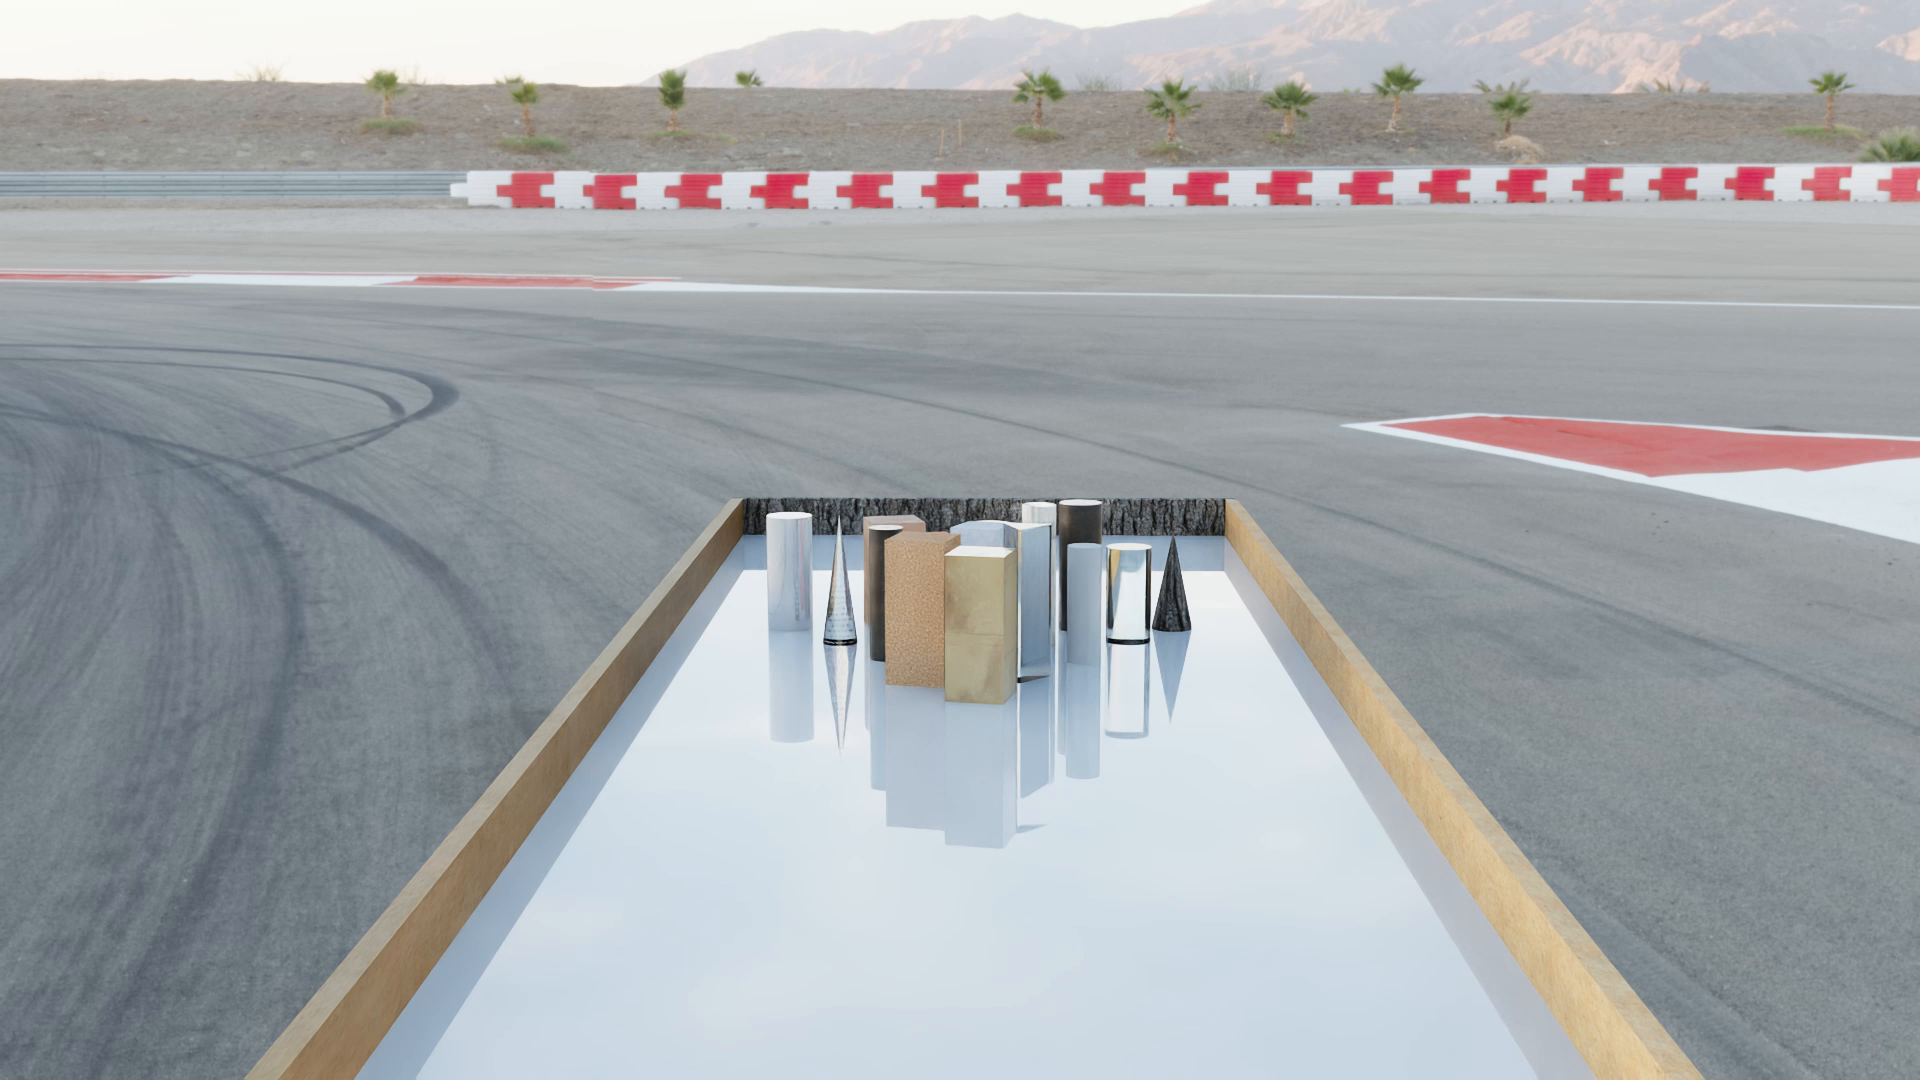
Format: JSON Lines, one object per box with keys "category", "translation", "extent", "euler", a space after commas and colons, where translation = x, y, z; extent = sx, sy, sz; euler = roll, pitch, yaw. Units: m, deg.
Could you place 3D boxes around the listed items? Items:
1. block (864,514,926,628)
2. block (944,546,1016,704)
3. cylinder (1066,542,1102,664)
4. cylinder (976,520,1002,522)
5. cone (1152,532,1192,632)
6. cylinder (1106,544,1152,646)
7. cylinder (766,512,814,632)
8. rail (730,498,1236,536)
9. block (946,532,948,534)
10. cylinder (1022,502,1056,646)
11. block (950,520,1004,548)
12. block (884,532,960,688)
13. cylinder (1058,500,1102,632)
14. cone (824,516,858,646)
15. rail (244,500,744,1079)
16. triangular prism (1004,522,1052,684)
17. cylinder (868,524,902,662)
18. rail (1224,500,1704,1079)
{"category": "block", "translation": [-0.215, 0.108, 7.192], "extent": [0.170, 0.355, 0.170], "euler": [-2, 9, -14]}
{"category": "block", "translation": [0.059, 0.237, 6.184], "extent": [0.168, 0.416, 0.168], "euler": [2, 9, 14]}
{"category": "cylinder", "translation": [0.376, 0.193, 6.658], "extent": [0.104, 0.356, 0.104], "euler": [0, 9, 0]}
{"category": "cylinder", "translation": [0.097, 0.115, 7.196], "extent": [0.146, 0.340, 0.146], "euler": [0, 9, 0]}
{"category": "cone", "translation": [0.693, 0.128, 7.168], "extent": [0.132, 0.323, 0.132], "euler": [0, 9, 0]}
{"category": "cylinder", "translation": [0.534, 0.171, 6.963], "extent": [0.142, 0.303, 0.142], "euler": [0, 9, 0]}
{"category": "cylinder", "translation": [-0.555, 0.103, 7.177], "extent": [0.149, 0.370, 0.149], "euler": [0, 9, 0]}
{"category": "rail", "translation": [0.099, -0.098, 9.147], "extent": [2.100, 0.150, 0.050], "euler": [0, 9, 1]}
{"category": "block", "translation": [-0.099, 0.156, 6.961], "extent": [0.177, 0.334, 0.177], "euler": [-4, 10, -22]}
{"category": "cylinder", "translation": [0.247, 0.109, 6.901], "extent": [0.107, 0.445, 0.107], "euler": [0, 9, 0]}
{"category": "block", "translation": [0.069, 0.158, 6.704], "extent": [0.147, 0.409, 0.147], "euler": [4, 10, 23]}
{"category": "block", "translation": [-0.107, 0.200, 6.394], "extent": [0.177, 0.424, 0.177], "euler": [3, 9, 16]}
{"category": "cylinder", "translation": [0.391, 0.084, 7.156], "extent": [0.140, 0.415, 0.140], "euler": [0, 9, 0]}
{"category": "cone", "translation": [-0.379, 0.122, 6.933], "extent": [0.111, 0.409, 0.111], "euler": [0, 9, 0]}
{"category": "rail", "translation": [-1.004, 0.839, 3.234], "extent": [0.050, 0.150, 12.000], "euler": [0, 9, 1]}
{"category": "triangular prism", "translation": [0.174, 0.179, 6.438], "extent": [0.121, 0.452, 0.140], "euler": [8, 12, 42]}
{"category": "cylinder", "translation": [-0.225, 0.162, 6.696], "extent": [0.103, 0.405, 0.103], "euler": [0, 9, 0]}
{"category": "rail", "translation": [1.046, 0.843, 3.208], "extent": [0.050, 0.150, 12.000], "euler": [0, 9, 1]}
